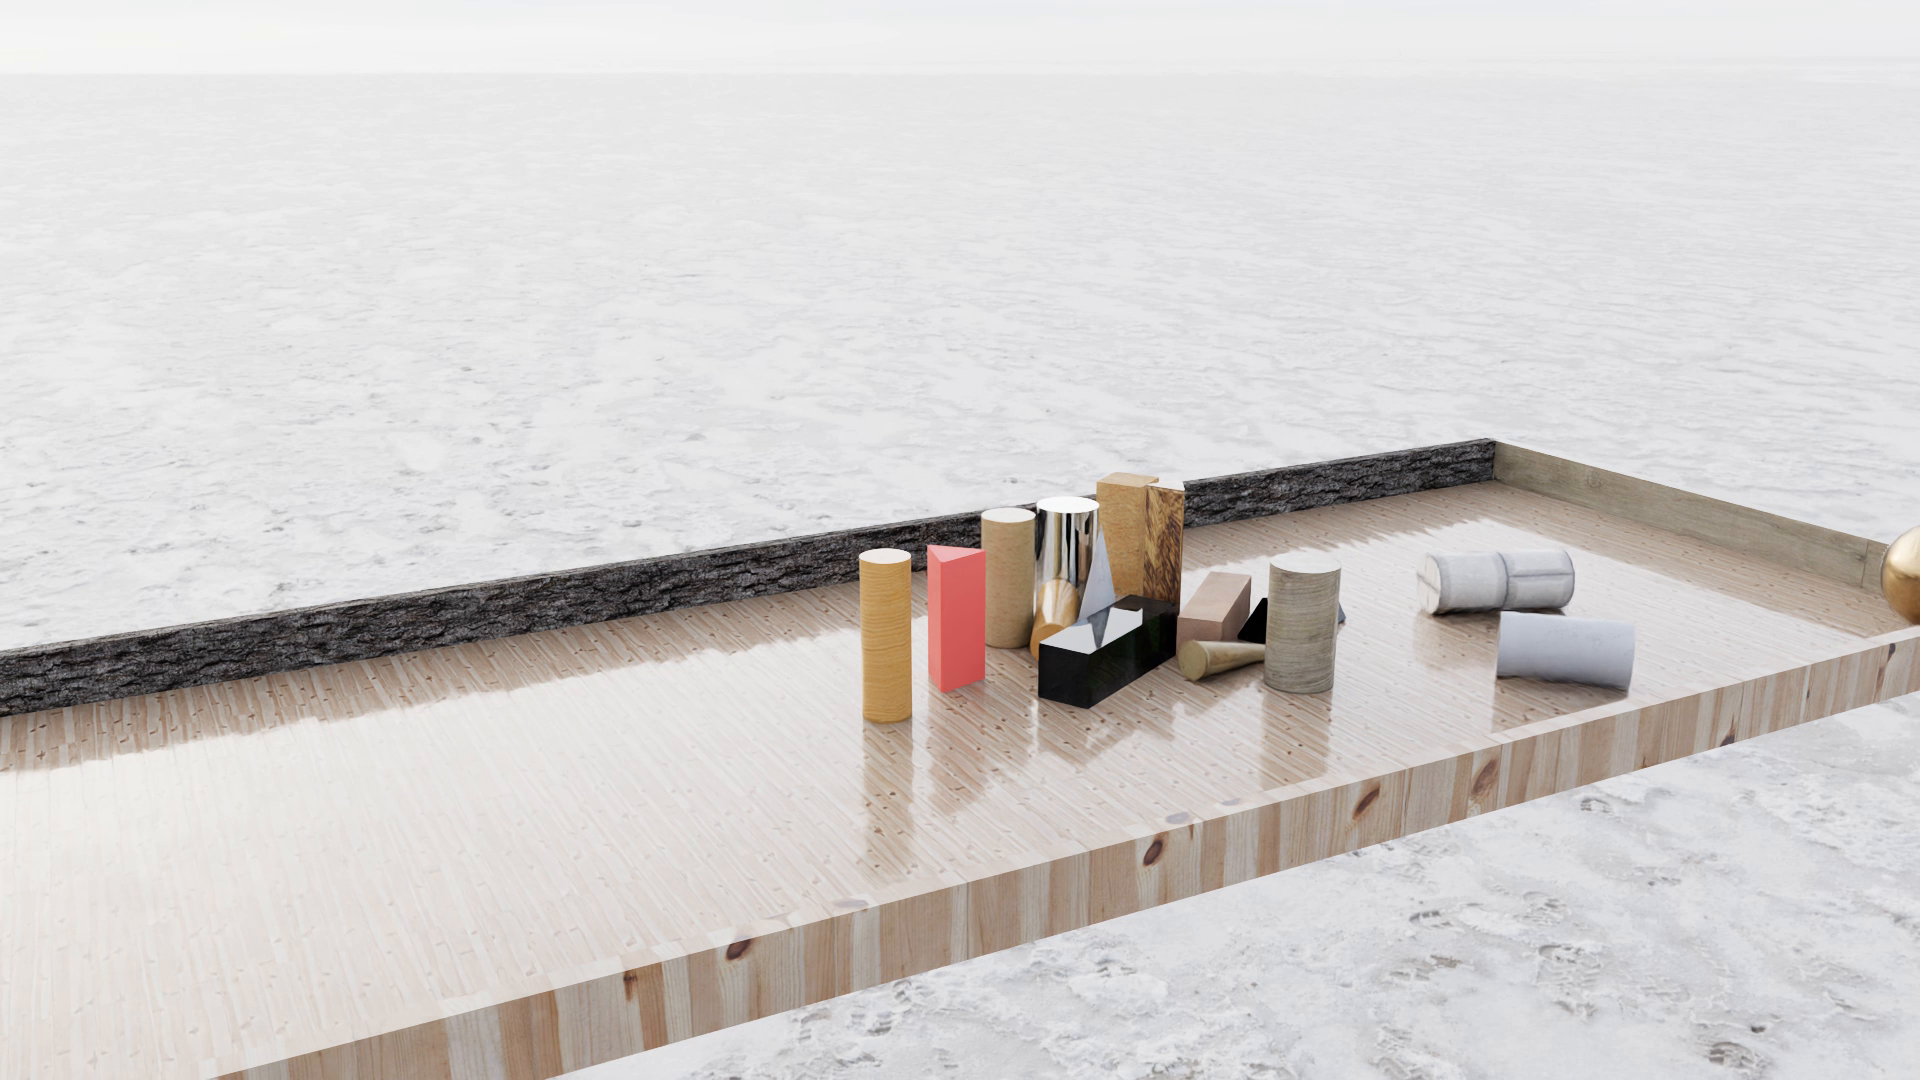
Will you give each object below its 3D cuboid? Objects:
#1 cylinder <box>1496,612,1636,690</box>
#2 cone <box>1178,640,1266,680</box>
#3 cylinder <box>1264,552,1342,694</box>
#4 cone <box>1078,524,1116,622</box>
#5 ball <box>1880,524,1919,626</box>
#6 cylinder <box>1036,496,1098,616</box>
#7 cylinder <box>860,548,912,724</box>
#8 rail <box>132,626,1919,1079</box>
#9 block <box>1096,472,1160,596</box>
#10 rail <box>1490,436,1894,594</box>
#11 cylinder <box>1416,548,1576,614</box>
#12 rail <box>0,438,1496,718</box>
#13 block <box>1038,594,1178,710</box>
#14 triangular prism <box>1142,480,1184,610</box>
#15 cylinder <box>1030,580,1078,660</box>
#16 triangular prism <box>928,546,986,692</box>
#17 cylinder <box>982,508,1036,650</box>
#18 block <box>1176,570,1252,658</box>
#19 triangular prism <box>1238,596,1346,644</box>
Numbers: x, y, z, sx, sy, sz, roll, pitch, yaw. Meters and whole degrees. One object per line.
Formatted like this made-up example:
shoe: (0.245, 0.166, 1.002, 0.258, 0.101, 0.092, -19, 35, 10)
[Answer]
cylinder: (1.511, 0.275, 4.126, 0.312, 0.166, 0.166, 5, 17, 17)
cone: (0.758, 0.293, 4.268, 0.424, 0.101, 0.101, -3, 15, -35)
cylinder: (0.850, 0.206, 4.097, 0.173, 0.314, 0.173, 0, 16, 0)
cone: (0.371, 0.116, 4.370, 0.137, 0.333, 0.137, 0, 16, 0)
ball: (2.675, 0.098, 4.481, 0.305, 0.305, 0.305, 0, 16, 0)
cylinder: (0.301, 0.048, 4.647, 0.174, 0.307, 0.174, 0, 16, 0)
cylinder: (-0.174, 0.227, 3.881, 0.120, 0.396, 0.120, 0, 16, 0)
rail: (-2.336, 1.006, 1.665, 12.000, 0.150, 0.050, -9, 18, -27)
block: (0.488, -0.018, 4.834, 0.138, 0.329, 0.138, 9, 19, 27)
rail: (2.466, -0.048, 5.253, 0.050, 0.150, 2.100, -9, 18, -27)
cylinder: (1.513, 0.115, 4.667, 0.394, 0.167, 0.167, -2, 17, -7)
rail: (-3.305, 0.497, 3.399, 12.000, 0.150, 0.050, -9, 18, -27)
block: (0.380, 0.275, 4.167, 0.141, 0.141, 0.458, 11, 20, 33)
triangular prism: (0.589, 0.023, 4.617, 0.114, 0.372, 0.099, 11, 19, 32)
cylinder: (0.255, 0.217, 4.410, 0.116, 0.116, 0.379, 2, 16, 5)
triangular prism: (-0.034, 0.188, 4.118, 0.147, 0.337, 0.127, -15, 22, -42)
cylinder: (0.127, 0.102, 4.386, 0.143, 0.350, 0.143, 0, 16, 0)
block: (0.689, 0.204, 4.455, 0.116, 0.116, 0.421, 6, 17, 19)
triangular prism: (0.911, 0.179, 4.501, 0.151, 0.131, 0.323, 14, 21, 39)
